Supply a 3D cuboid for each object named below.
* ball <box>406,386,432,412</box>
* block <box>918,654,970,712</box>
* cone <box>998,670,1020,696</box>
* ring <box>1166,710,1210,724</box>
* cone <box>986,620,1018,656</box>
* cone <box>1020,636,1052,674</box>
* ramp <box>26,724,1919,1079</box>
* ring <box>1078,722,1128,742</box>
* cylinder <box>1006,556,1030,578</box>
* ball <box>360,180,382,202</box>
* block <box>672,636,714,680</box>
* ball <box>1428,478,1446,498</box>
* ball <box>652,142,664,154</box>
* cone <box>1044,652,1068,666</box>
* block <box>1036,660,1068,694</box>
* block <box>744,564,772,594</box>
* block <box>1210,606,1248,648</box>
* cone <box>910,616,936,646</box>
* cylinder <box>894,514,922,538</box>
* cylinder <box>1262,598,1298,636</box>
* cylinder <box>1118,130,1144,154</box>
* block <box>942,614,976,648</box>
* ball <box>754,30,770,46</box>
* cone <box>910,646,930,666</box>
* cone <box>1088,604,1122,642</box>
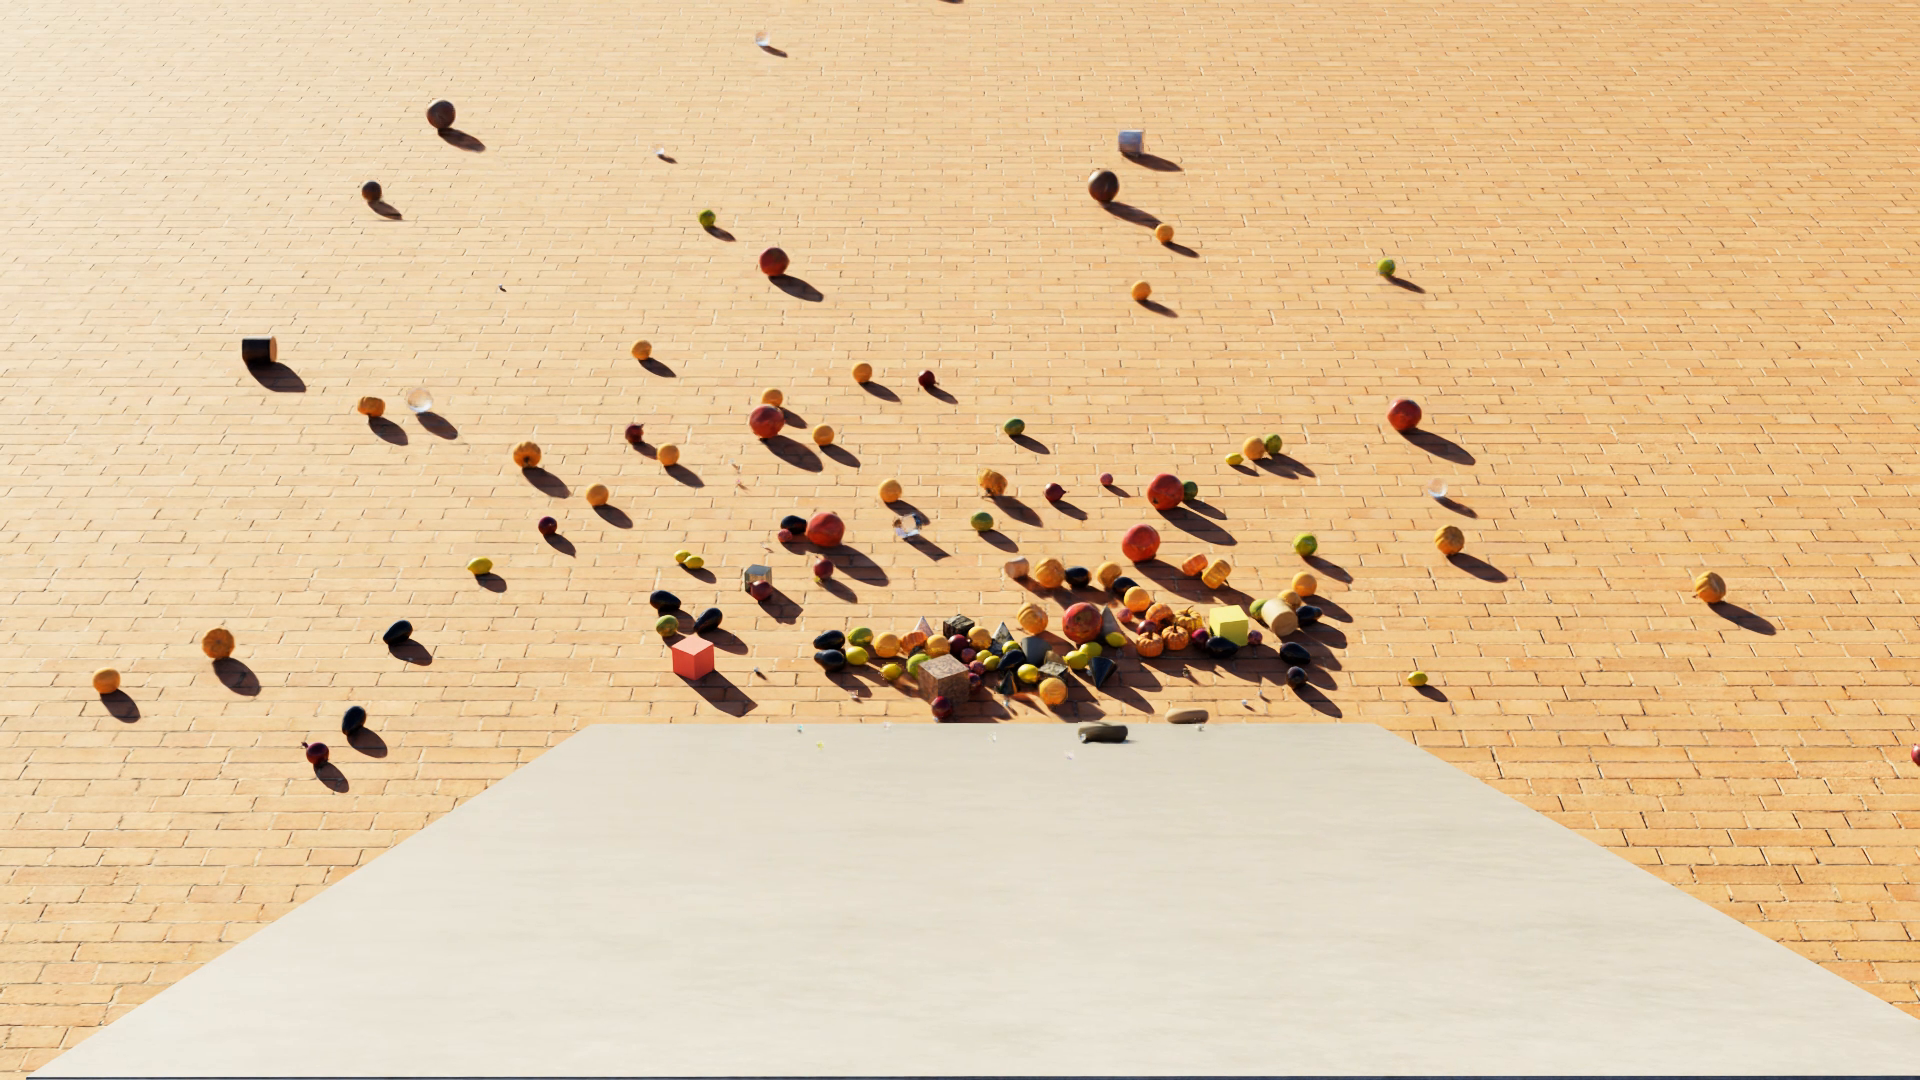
[{"bbox_3d":[-1.780,-0.461,8.506,0.086,0.086,0.086,0,27,0],"label":"ball"},{"bbox_3d":[-0.044,0.378,6.853,0.099,0.099,0.099,-16,31,-29],"label":"block"},{"bbox_3d":[0.133,0.372,6.905,0.062,0.062,0.062,0,27,0],"label":"cone"},{"bbox_3d":[0.584,0.453,6.626,0.111,0.037,0.111,0,-4,0],"label":"ring"},{"bbox_3d":[0.117,0.258,7.101,0.086,0.086,0.086,0,27,0],"label":"cone"},{"bbox_3d":[0.195,0.327,7.015,0.093,0.093,0.093,9,55,17],"label":"cone"},{"bbox_3d":[0.061,0.553,4.590,2.000,0.100,4.000,0,1,0],"label":"ramp"},{"bbox_3d":[0.339,0.456,6.142,0.121,0.040,0.121,1,1,0],"label":"ring"},{"bbox_3d":[0.167,0.081,7.485,0.052,0.052,0.052,-18,32,-31],"label":"cylinder"},{"bbox_3d":[-2.356,-1.397,10.333,0.086,0.086,0.086,0,27,0],"label":"ball"},{"bbox_3d":[-0.722,0.319,6.990,0.080,0.080,0.080,19,33,32],"label":"block"},{"bbox_3d":[1.468,-0.159,7.947,0.058,0.058,0.058,0,27,0],"label":"ball"},{"bbox_3d":[-1.266,-1.644,10.853,0.050,0.050,0.050,0,27,0],"label":"ball"},{"bbox_3d":[0.239,0.353,6.973,0.075,0.075,0.075,22,61,37],"label":"cone"},{"bbox_3d":[0.247,0.369,6.913,0.060,0.060,0.060,16,31,28],"label":"block"},{"bbox_3d":[-0.579,0.112,7.414,0.060,0.060,0.060,10,29,19],"label":"block"},{"bbox_3d":[0.743,0.240,7.139,0.083,0.083,0.083,-6,28,-12],"label":"block"},{"bbox_3d":[-0.103,0.241,7.143,0.078,0.078,0.078,0,27,0],"label":"cone"},{"bbox_3d":[-0.155,-0.041,7.714,0.060,0.060,0.060,-18,32,-31],"label":"cylinder"},{"bbox_3d":[0.890,0.215,7.193,0.079,0.079,0.079,-7,28,-13],"label":"cylinder"},{"bbox_3d":[0.719,-1.677,10.866,0.097,0.097,0.097,6,28,11],"label":"cylinder"},{"bbox_3d":[-0.003,0.252,7.138,0.063,0.063,0.063,-23,35,-37],"label":"block"},{"bbox_3d":[-0.940,-2.383,12.272,0.073,0.073,0.073,0,27,0],"label":"ball"},{"bbox_3d":[-0.100,0.320,7.048,0.053,0.053,0.053,12,13,-43],"label":"cone"},{"bbox_3d":[0.406,0.217,7.169,0.097,0.097,0.097,0,27,0],"label":"cone"}]
